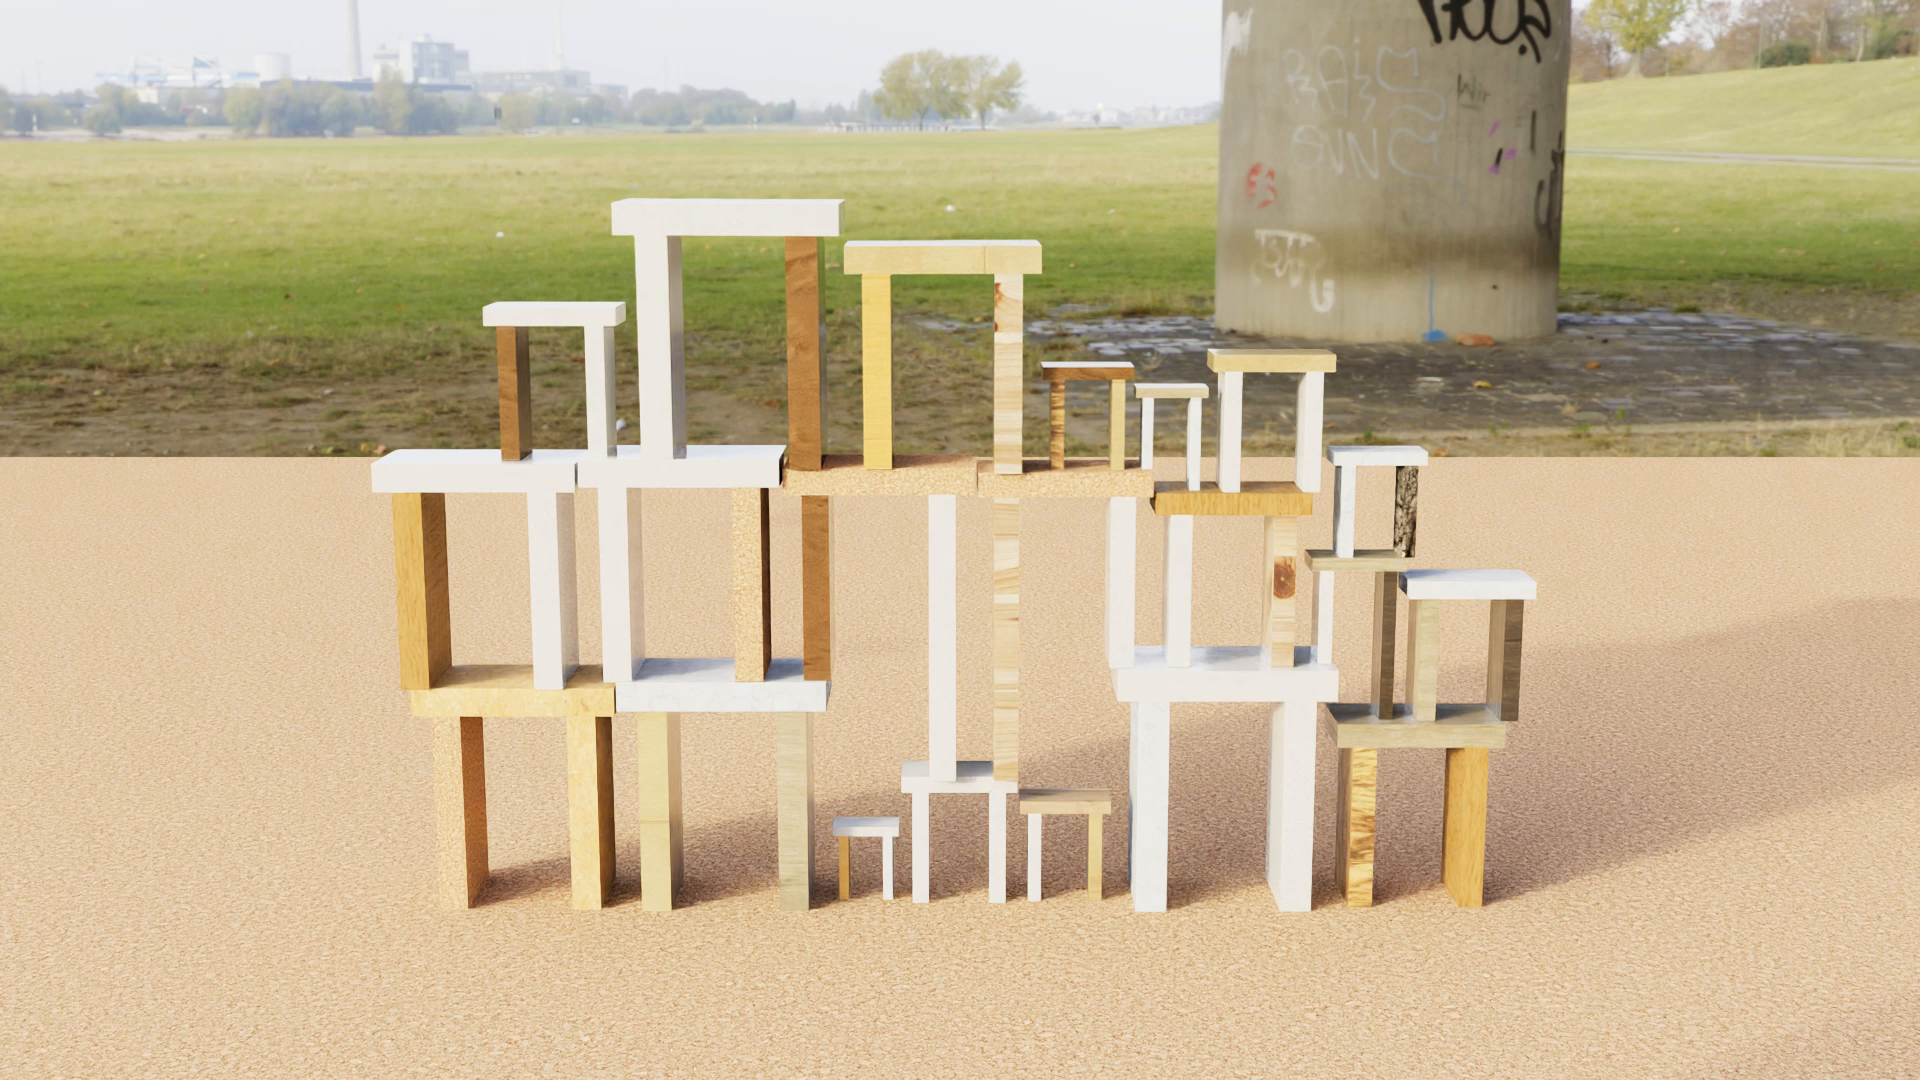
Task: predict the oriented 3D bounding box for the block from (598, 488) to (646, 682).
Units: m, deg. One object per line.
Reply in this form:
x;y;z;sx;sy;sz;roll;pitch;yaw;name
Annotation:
-0.548;0.058;3.568;0.045;0.316;0.158;0;11;0;block

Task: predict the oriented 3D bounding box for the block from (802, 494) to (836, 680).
-0.229;0.064;3.576;0.043;0.302;0.151;0;11;0;block

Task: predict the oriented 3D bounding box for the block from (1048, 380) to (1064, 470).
0.155;-0.189;3.523;0.020;0.144;0.072;0;11;0;block

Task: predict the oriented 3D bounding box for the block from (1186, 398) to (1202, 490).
0.375;-0.157;3.529;0.016;0.148;0.057;0;11;0;block

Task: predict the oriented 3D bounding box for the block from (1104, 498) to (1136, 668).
0.259;0.056;3.575;0.039;0.278;0.139;0;11;0;block

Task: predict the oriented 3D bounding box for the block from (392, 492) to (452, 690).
-0.872;0.068;3.569;0.045;0.319;0.160;0;11;0;block

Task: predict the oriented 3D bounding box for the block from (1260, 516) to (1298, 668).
0.518;0.072;3.573;0.035;0.248;0.124;0;11;0;block

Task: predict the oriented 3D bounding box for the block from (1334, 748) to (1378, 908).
0.656;0.456;3.647;0.038;0.271;0.135;0;11;0;block

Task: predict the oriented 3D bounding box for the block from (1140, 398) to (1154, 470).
0.299;-0.174;3.526;0.016;0.114;0.057;0;11;0;block

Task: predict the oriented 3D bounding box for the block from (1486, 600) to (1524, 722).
0.891;0.186;3.599;0.029;0.202;0.101;0;11;0;block

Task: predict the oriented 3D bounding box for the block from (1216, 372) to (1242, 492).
0.431;-0.179;3.523;0.027;0.192;0.096;0;11;0;block

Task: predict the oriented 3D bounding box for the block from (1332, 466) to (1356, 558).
0.621;-0.052;3.555;0.021;0.149;0.075;0;11;0;block

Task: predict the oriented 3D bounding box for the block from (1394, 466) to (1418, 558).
0.720;-0.052;3.555;0.021;0.149;0.075;0;11;0;block

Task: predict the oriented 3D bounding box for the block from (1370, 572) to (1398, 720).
0.692;0.165;3.590;0.022;0.247;0.077;0;11;0;block

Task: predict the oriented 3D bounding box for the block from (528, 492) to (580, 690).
-0.659;0.068;3.568;0.045;0.319;0.160;0;11;0;block

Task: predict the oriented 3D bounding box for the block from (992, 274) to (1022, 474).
0.075;-0.272;3.508;0.043;0.313;0.153;0;11;0;block

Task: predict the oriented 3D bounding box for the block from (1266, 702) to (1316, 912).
0.547;0.416;3.639;0.050;0.353;0.176;0;11;0;block

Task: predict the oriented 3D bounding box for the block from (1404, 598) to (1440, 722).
0.756;0.186;3.599;0.029;0.203;0.101;0;11;0;block

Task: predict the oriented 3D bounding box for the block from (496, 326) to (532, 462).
-0.711;-0.239;3.512;0.029;0.214;0.103;0;11;0;block

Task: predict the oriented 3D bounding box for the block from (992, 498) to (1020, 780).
0.074;0.149;3.589;0.039;0.465;0.139;0;11;0;block

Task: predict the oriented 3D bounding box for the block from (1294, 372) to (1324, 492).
0.559;-0.179;3.523;0.027;0.192;0.096;0;11;0;block

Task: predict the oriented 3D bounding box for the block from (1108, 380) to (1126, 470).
0.251;-0.189;3.524;0.020;0.144;0.072;0;11;0;block

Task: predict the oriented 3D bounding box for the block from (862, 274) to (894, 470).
-0.129;-0.276;3.505;0.043;0.305;0.153;0;11;0;block

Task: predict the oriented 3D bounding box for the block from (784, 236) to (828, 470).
-0.244;-0.306;3.506;0.049;0.365;0.175;0;11;0;block

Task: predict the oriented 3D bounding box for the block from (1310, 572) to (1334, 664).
0.590;0.119;3.582;0.022;0.153;0.076;0;11;0;block

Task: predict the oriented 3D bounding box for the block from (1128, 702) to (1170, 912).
0.311;0.416;3.639;0.050;0.353;0.176;0;11;0;block

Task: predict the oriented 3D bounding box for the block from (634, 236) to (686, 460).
-0.476;-0.314;3.506;0.049;0.349;0.175;0;11;0;block

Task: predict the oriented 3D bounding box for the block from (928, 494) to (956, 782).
-0.028;0.146;3.592;0.043;0.470;0.151;0;11;0;block

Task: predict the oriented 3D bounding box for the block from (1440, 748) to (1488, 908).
0.836;0.456;3.647;0.038;0.271;0.135;0;11;0;block

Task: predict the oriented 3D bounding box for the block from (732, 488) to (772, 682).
-0.337;0.058;3.568;0.045;0.316;0.158;0;11;0;block

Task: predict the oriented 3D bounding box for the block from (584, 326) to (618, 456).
-0.573;-0.243;3.511;0.029;0.207;0.103;0;11;0;block

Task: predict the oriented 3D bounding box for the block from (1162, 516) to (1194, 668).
0.352;0.072;3.573;0.035;0.248;0.124;0;11;0;block
